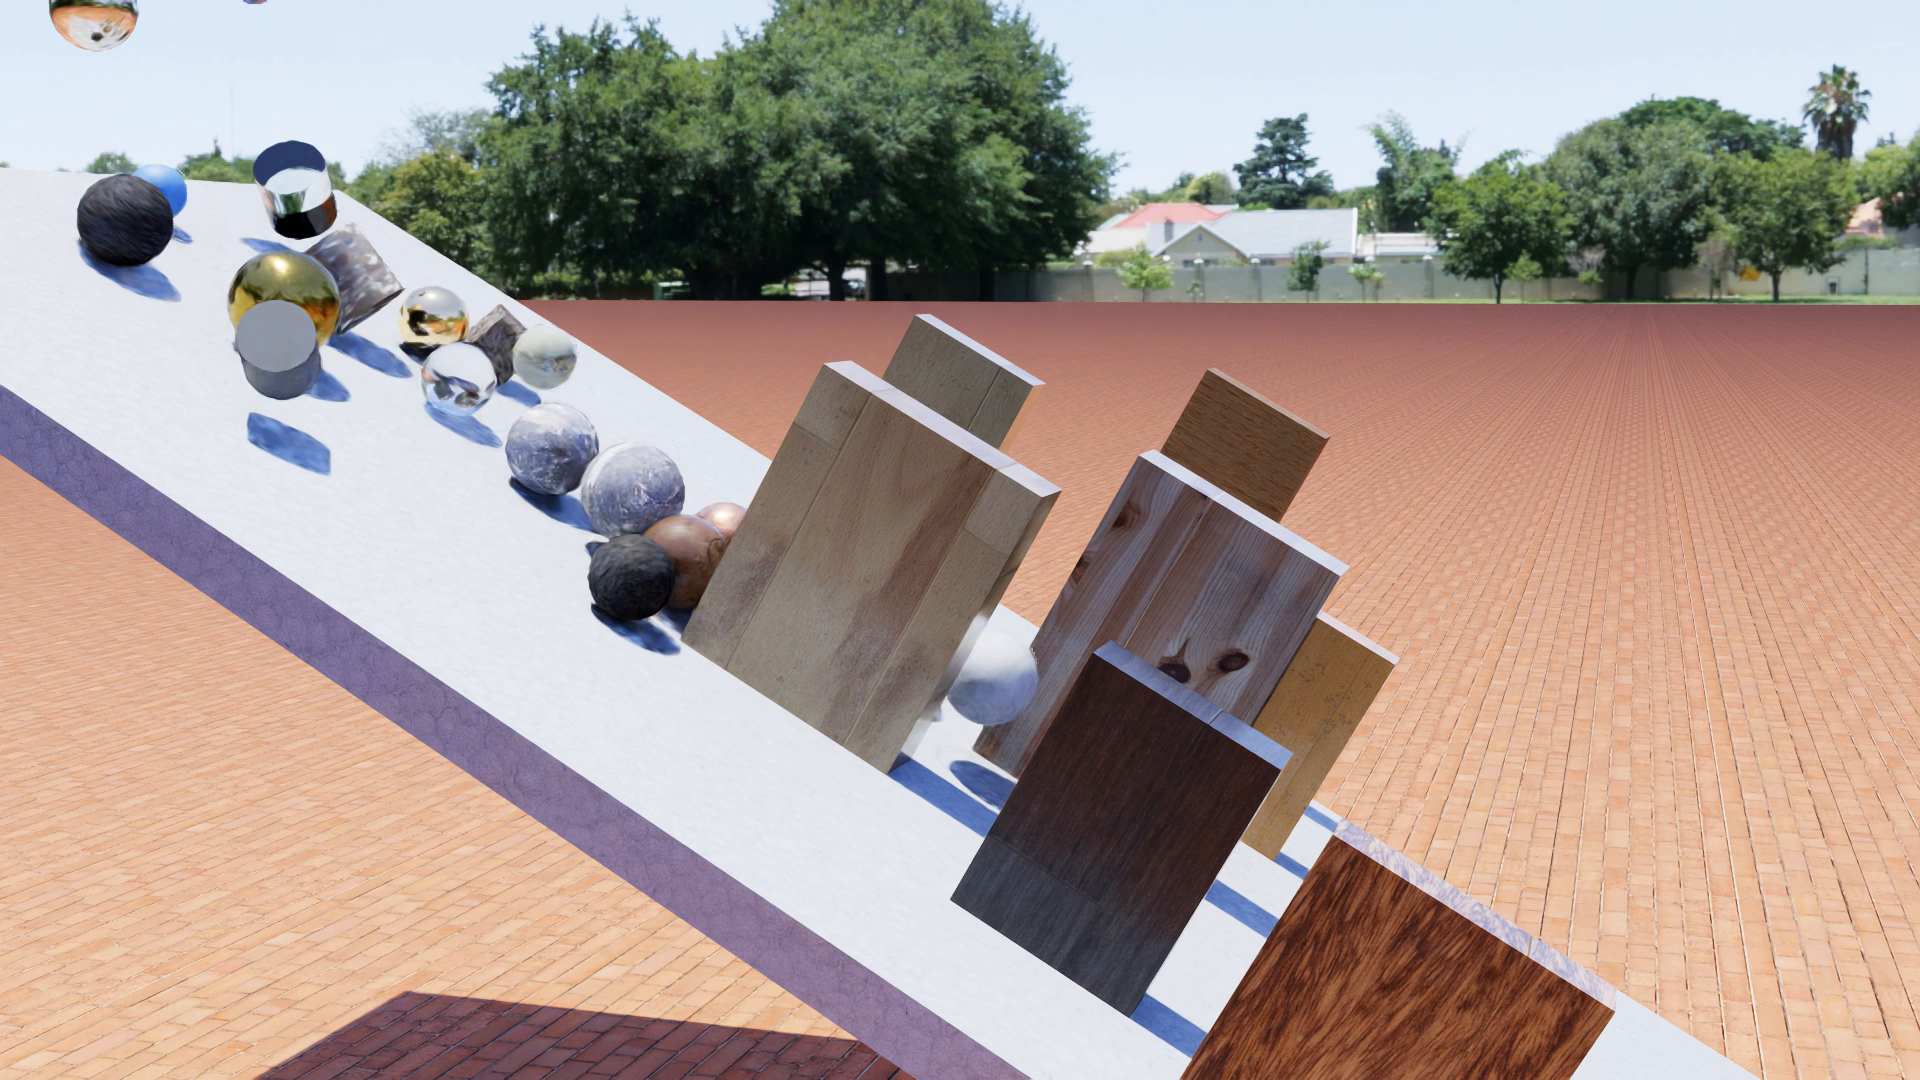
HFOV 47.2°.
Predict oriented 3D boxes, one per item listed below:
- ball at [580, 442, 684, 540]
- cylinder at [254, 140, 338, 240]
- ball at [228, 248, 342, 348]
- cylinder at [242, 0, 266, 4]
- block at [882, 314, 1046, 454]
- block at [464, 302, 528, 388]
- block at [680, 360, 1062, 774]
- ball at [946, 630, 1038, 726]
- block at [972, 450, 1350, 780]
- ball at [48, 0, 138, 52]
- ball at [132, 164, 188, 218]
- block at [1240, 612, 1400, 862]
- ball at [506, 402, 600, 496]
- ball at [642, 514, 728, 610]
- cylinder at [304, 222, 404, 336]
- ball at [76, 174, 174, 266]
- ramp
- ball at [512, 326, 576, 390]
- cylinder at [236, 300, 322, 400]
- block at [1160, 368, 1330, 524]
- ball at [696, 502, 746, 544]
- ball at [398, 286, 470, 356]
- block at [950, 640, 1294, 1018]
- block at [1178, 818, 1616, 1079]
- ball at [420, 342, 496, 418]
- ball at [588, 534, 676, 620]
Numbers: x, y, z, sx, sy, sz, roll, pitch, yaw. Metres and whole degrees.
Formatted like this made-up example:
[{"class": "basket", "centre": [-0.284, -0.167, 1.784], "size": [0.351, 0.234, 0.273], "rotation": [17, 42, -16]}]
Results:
[{"class": "ball", "centre": [-0.603, -0.086, 4.052], "size": [0.191, 0.191, 0.191], "rotation": [0, 7, 0]}, {"class": "cylinder", "centre": [-1.406, -0.741, 4.657], "size": [0.147, 0.147, 0.147], "rotation": [0, -32, -4]}, {"class": "ball", "centre": [-1.262, -0.441, 4.109], "size": [0.205, 0.205, 0.205], "rotation": [0, 7, 0]}, {"class": "cylinder", "centre": [-1.470, -1.245, 4.656], "size": [0.163, 0.163, 0.163], "rotation": [-23, -4, 27]}, {"class": "block", "centre": [-0.100, -0.122, 4.416], "size": [0.277, 0.601, 0.093], "rotation": [32, 15, 11]}, {"class": "block", "centre": [-0.979, -0.415, 4.679], "size": [0.109, 0.109, 0.109], "rotation": [-39, 26, 5]}, {"class": "block", "centre": [-0.159, 0.045, 3.815], "size": [0.441, 0.560, 0.135], "rotation": [32, 15, 11]}, {"class": "ball", "centre": [0.054, 0.247, 3.954], "size": [0.173, 0.173, 0.173], "rotation": [0, 7, 0]}, {"class": "block", "centre": [0.363, 0.220, 4.044], "size": [0.418, 0.641, 0.131], "rotation": [32, 15, 11]}, {"class": "ball", "centre": [-1.632, -1.002, 4.141], "size": [0.159, 0.159, 0.159], "rotation": [0, 7, 0]}, {"class": "ball", "centre": [-1.640, -0.710, 4.494], "size": [0.117, 0.117, 0.117], "rotation": [0, 7, 0]}, {"class": "block", "centre": [0.644, 0.373, 4.394], "size": [0.248, 0.471, 0.084], "rotation": [32, 15, 11]}, {"class": "ball", "centre": [-0.773, -0.173, 4.175], "size": [0.176, 0.176, 0.176], "rotation": [0, 7, 0]}, {"class": "ball", "centre": [-0.500, 0.040, 3.966], "size": [0.173, 0.173, 0.173], "rotation": [0, 7, 0]}, {"class": "cylinder", "centre": [-1.232, -0.524, 4.415], "size": [0.162, 0.162, 0.162], "rotation": [-35, 8, 6]}, {"class": "ball", "centre": [-1.571, -0.601, 4.140], "size": [0.172, 0.172, 0.172], "rotation": [0, 7, 0]}, {"class": "ramp", "centre": [-0.195, 0.322, 4.133], "size": [4.000, 0.100, 2.000], "rotation": [32, 15, 11]}, {"class": "ball", "centre": [-0.843, -0.368, 4.460], "size": [0.129, 0.129, 0.129], "rotation": [0, 7, 0]}, {"class": "cylinder", "centre": [-1.165, -0.325, 3.766], "size": [0.130, 0.130, 0.130], "rotation": [-2, -17, -13]}, {"class": "block", "centre": [0.495, 0.014, 4.821], "size": [0.294, 0.729, 0.088], "rotation": [32, 15, 11]}, {"class": "ball", "centre": [-0.455, 0.000, 4.245], "size": [0.148, 0.148, 0.148], "rotation": [0, 7, 0]}, {"class": "ball", "centre": [-1.098, -0.457, 4.591], "size": [0.148, 0.148, 0.148], "rotation": [0, 7, 0]}, {"class": "block", "centre": [0.248, 0.445, 3.409], "size": [0.332, 0.464, 0.121], "rotation": [32, 15, 11]}, {"class": "block", "centre": [0.576, 0.714, 3.025], "size": [0.427, 0.504, 0.100], "rotation": [32, 15, 11]}, {"class": "ball", "centre": [-0.985, -0.314, 4.319], "size": [0.147, 0.147, 0.147], "rotation": [0, 7, 0]}, {"class": "ball", "centre": [-0.568, 0.065, 3.803], "size": [0.150, 0.150, 0.150], "rotation": [0, 7, 0]}]
